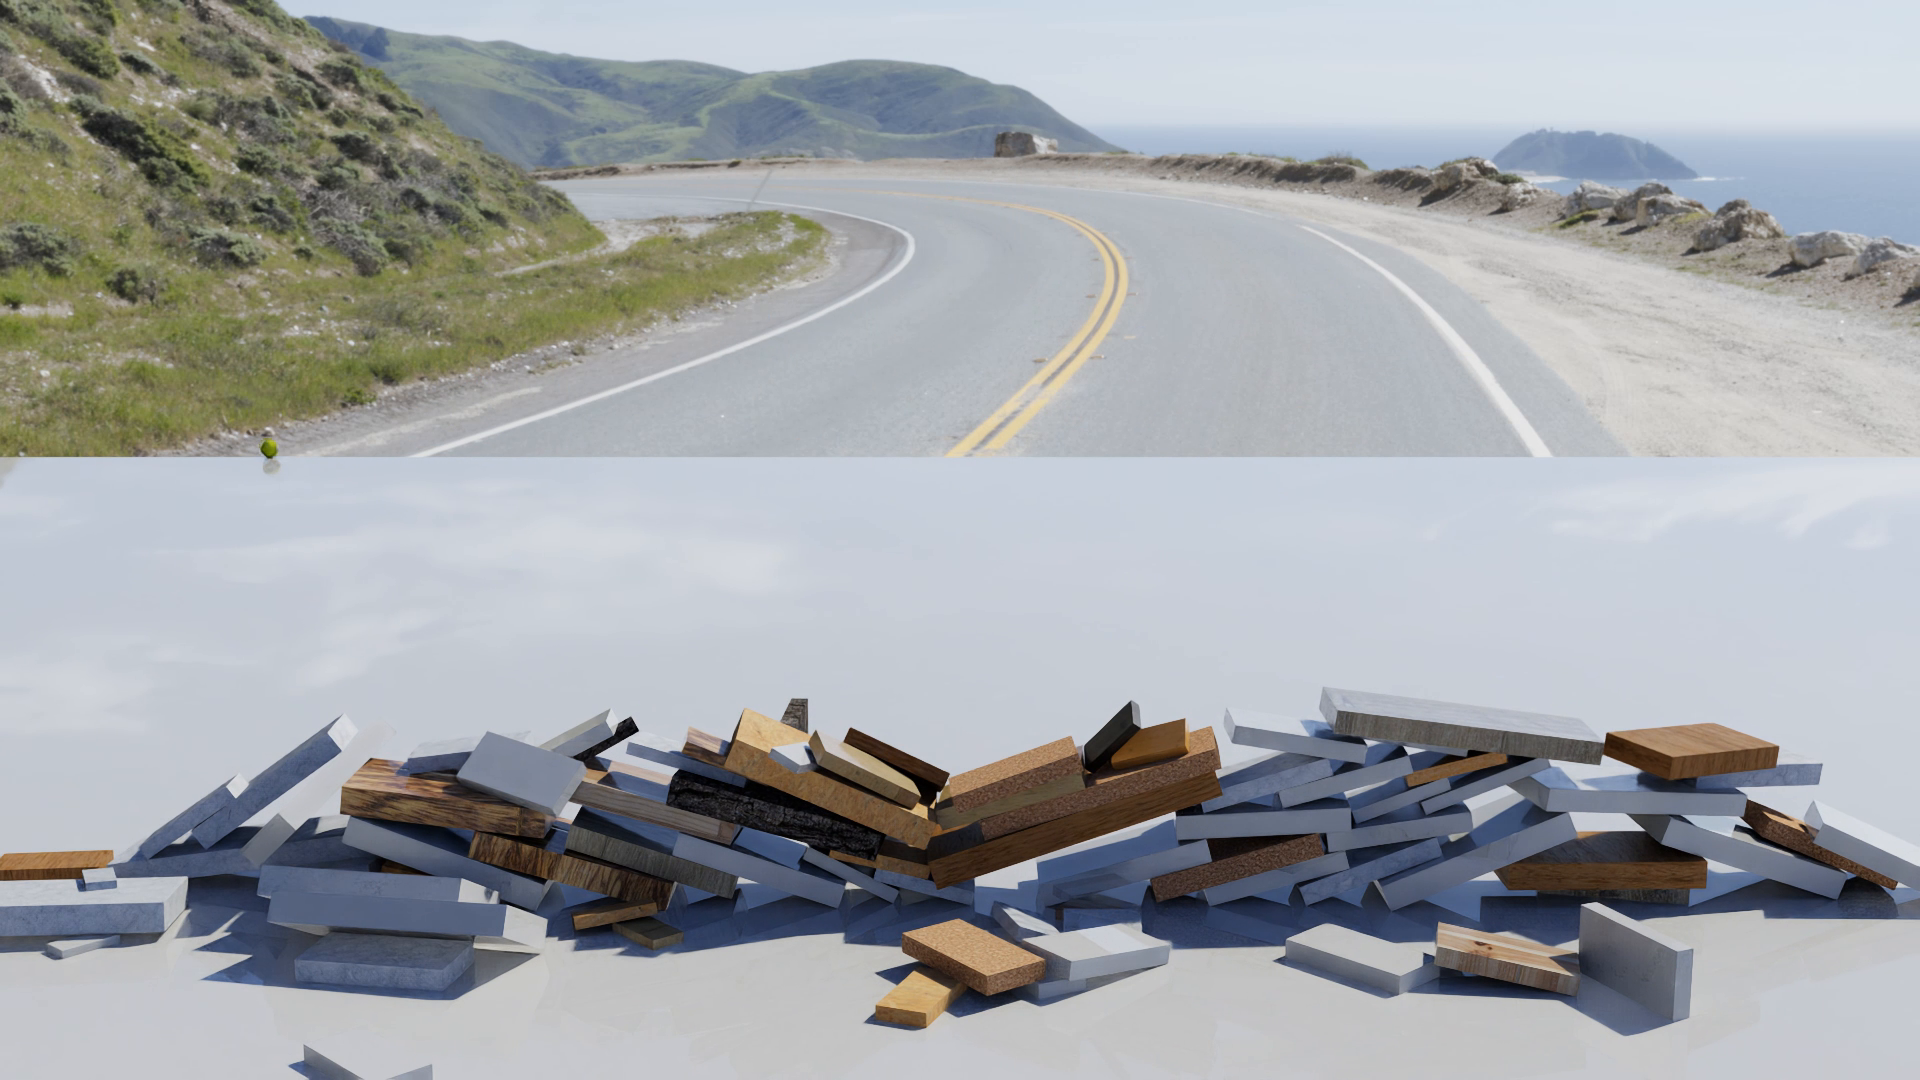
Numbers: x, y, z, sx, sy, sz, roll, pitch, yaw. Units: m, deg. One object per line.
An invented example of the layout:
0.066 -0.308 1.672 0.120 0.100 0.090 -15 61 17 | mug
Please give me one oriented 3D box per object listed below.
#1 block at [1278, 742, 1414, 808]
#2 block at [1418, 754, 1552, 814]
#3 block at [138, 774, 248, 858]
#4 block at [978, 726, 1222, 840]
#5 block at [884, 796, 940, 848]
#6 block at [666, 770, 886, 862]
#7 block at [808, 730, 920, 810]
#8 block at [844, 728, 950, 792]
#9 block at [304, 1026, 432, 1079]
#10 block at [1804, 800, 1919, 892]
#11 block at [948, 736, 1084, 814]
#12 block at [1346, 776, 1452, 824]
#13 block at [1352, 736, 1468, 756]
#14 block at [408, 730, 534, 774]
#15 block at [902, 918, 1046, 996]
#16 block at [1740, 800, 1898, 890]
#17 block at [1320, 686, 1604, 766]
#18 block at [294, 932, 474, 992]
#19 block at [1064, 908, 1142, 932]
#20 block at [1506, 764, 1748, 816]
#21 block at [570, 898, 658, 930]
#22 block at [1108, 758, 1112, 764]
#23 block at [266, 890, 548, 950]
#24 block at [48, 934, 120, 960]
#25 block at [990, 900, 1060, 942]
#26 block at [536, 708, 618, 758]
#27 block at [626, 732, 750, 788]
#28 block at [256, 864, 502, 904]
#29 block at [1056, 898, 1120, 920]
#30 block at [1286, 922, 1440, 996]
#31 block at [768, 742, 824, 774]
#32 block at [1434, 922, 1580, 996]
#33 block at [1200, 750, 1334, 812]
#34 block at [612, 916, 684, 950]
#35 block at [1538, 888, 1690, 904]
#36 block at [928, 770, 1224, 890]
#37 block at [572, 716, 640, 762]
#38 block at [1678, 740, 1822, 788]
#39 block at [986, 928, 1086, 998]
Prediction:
0.629 0.383 3.628 0.219 0.031 0.109 -16 10 5 | block
0.858 0.391 3.628 0.217 0.023 0.082 -22 12 4 | block
-1.296 0.467 3.722 0.181 0.026 0.090 -34 10 1 | block
0.228 0.397 3.601 0.401 0.035 0.123 -18 11 7 | block
-0.120 0.504 3.793 0.247 0.123 0.035 1 11 6 | block
-0.294 0.437 3.643 0.352 0.050 0.176 15 10 3 | block
-0.155 0.372 3.566 0.182 0.026 0.091 28 9 -21 | block
-0.107 0.367 3.660 0.182 0.026 0.091 25 -13 1 | block
-0.801 0.706 2.972 0.090 0.026 0.181 -10 15 -44 | block
1.543 0.524 3.647 0.268 0.038 0.134 25 15 9 | block
0.090 0.380 3.566 0.214 0.030 0.107 -19 11 0 | block
0.722 0.417 3.639 0.165 0.023 0.082 -21 12 4 | block
0.737 0.323 3.616 0.189 0.018 0.063 10 12 5 | block
-0.823 0.357 3.704 0.192 0.027 0.096 -7 10 1 | block
0.019 0.622 3.290 0.107 0.030 0.214 -8 13 -36 | block
1.453 0.514 3.716 0.241 0.034 0.121 22 9 -2 | block
0.820 0.305 3.610 0.438 0.039 0.136 7 12 -2 | block
-0.869 0.637 3.327 0.235 0.033 0.117 2 11 10 | block
0.225 0.608 3.468 0.122 0.017 0.061 0 31 1 | block
1.107 0.415 3.655 0.368 0.038 0.134 3 11 -16 | block
-0.552 0.596 3.512 0.131 0.018 0.065 -9 0 -15 | block
0.309 0.336 3.624 0.127 0.018 0.063 -16 11 18 | block
-0.844 0.583 3.369 0.380 0.047 0.167 1 -17 12 | block
-1.365 0.628 3.427 0.047 0.013 0.095 9 14 40 | block
0.106 0.603 3.430 0.079 0.022 0.158 18 1 -14 | block
-0.666 0.348 3.681 0.192 0.027 0.096 -28 10 1 | block
-0.443 0.363 3.642 0.206 0.021 0.076 15 11 6 | block
-0.920 0.562 3.494 0.334 0.047 0.167 2 -16 11 | block
0.222 0.604 3.544 0.122 0.017 0.061 6 12 29 | block
0.611 0.635 3.345 0.105 0.030 0.210 -10 15 -43 | block
-0.255 0.350 3.535 0.057 0.016 0.114 29 12 22 | block
0.820 0.628 3.299 0.210 0.030 0.105 11 13 11 | block
0.499 0.389 3.631 0.219 0.031 0.109 -17 10 5 | block
-0.493 0.618 3.473 0.057 0.016 0.114 -9 14 -41 | block
1.096 0.567 3.700 0.241 0.034 0.121 3 11 13 | block
0.185 0.450 3.640 0.488 0.050 0.176 -19 11 3 | block
-0.614 0.347 3.705 0.151 0.021 0.076 -29 6 -10 | block
1.316 0.381 3.751 0.273 0.039 0.136 1 12 -25 | block
0.099 0.639 3.341 0.079 0.022 0.232 -5 12 -26 | block
